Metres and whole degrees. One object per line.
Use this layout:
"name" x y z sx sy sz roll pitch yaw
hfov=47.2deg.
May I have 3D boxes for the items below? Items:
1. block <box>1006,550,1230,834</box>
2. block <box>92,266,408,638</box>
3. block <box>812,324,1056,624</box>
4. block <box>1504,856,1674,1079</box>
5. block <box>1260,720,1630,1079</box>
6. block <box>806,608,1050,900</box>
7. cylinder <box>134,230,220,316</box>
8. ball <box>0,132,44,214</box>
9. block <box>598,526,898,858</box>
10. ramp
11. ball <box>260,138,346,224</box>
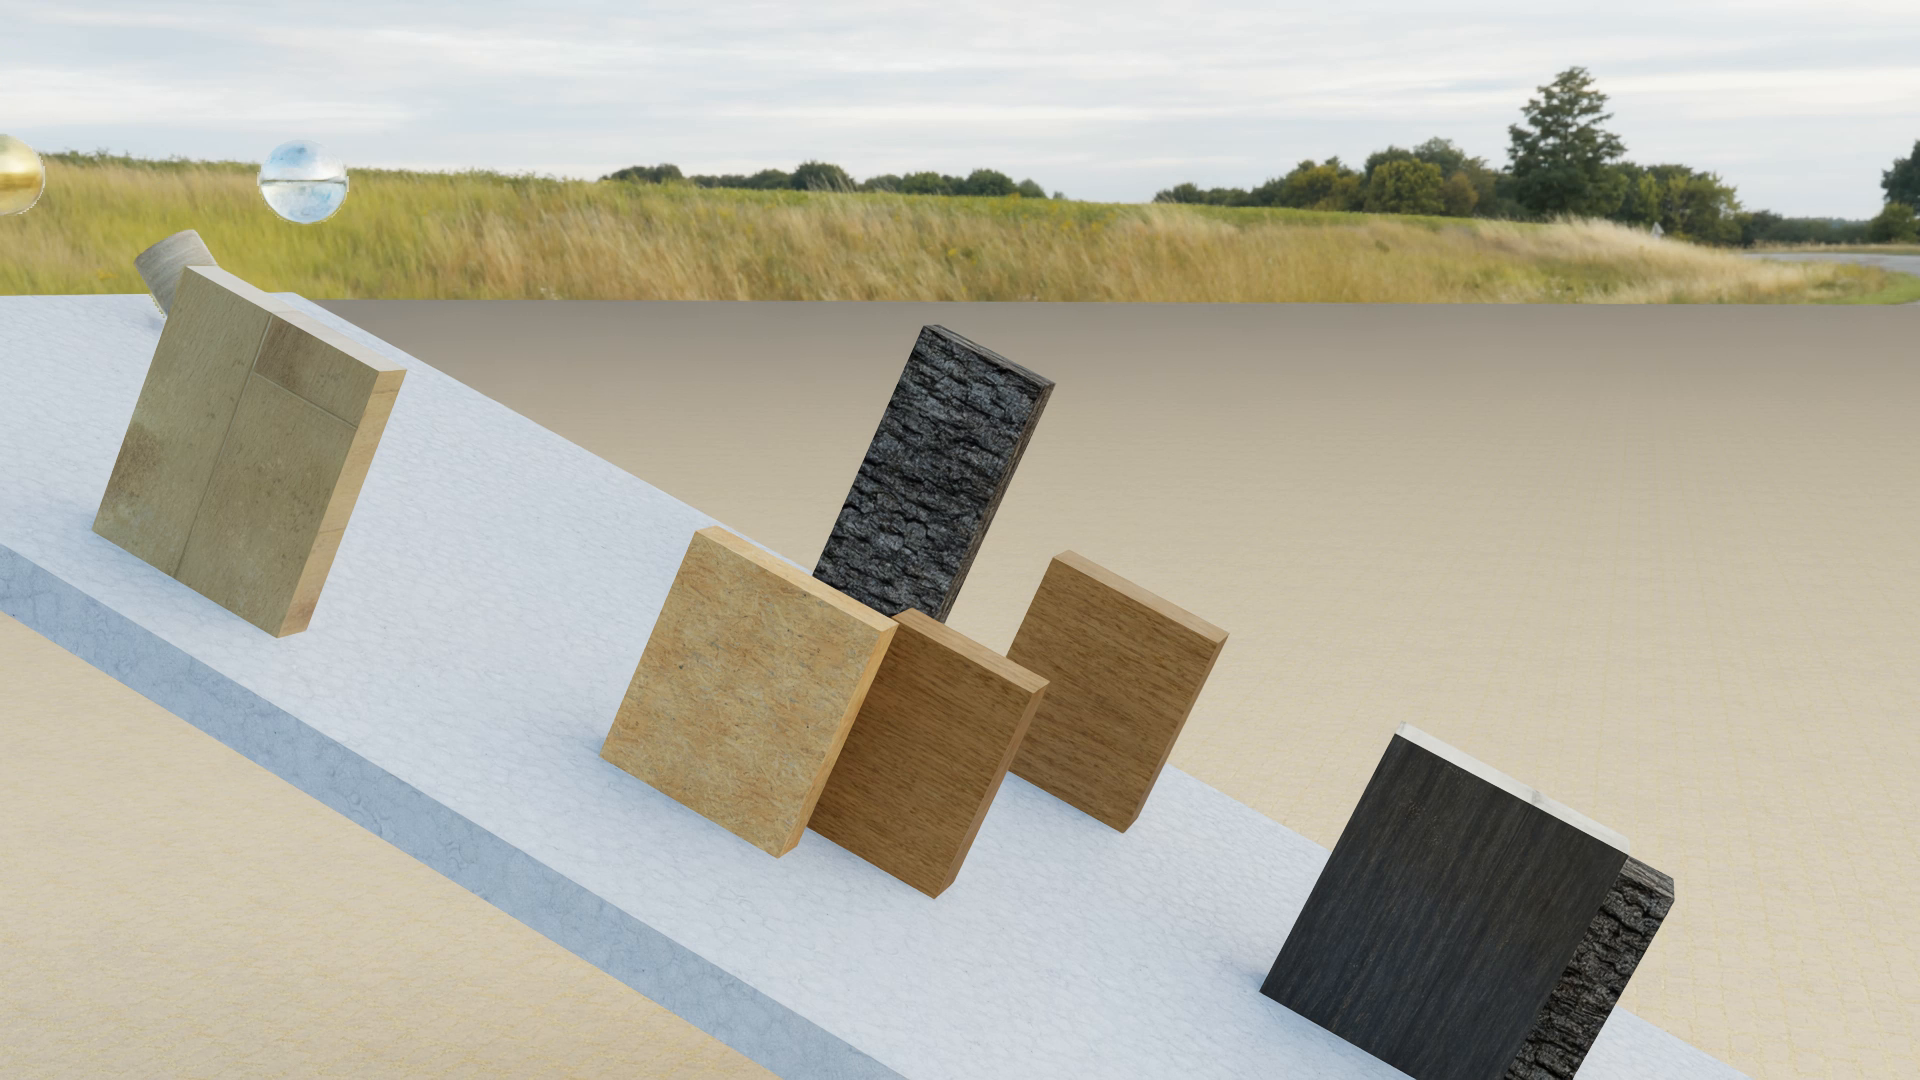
"block" 0.277 0.306 4.481 0.372 0.440 0.131 28 14 12
"block" -1.162 -0.145 3.582 0.385 0.480 0.082 28 14 12
"block" -0.074 -0.102 4.886 0.298 0.686 0.115 28 14 12
"block" 1.064 0.777 3.983 0.243 0.481 0.148 28 14 12
"block" 0.854 0.668 3.901 0.439 0.540 0.115 28 14 12
"block" -0.063 0.362 3.752 0.272 0.402 0.111 28 14 12
"cylinder" -1.690 -0.573 4.789 0.151 0.151 0.151 -31 4 3
"ball" -1.786 -0.681 4.089 0.151 0.151 0.151 0 7 0
"block" -0.351 0.248 3.627 0.353 0.426 0.088 28 14 12
"ramp" -0.261 0.445 4.169 4.000 0.100 2.000 28 14 12
"ball" -1.380 -0.754 4.622 0.175 0.175 0.175 0 7 0
